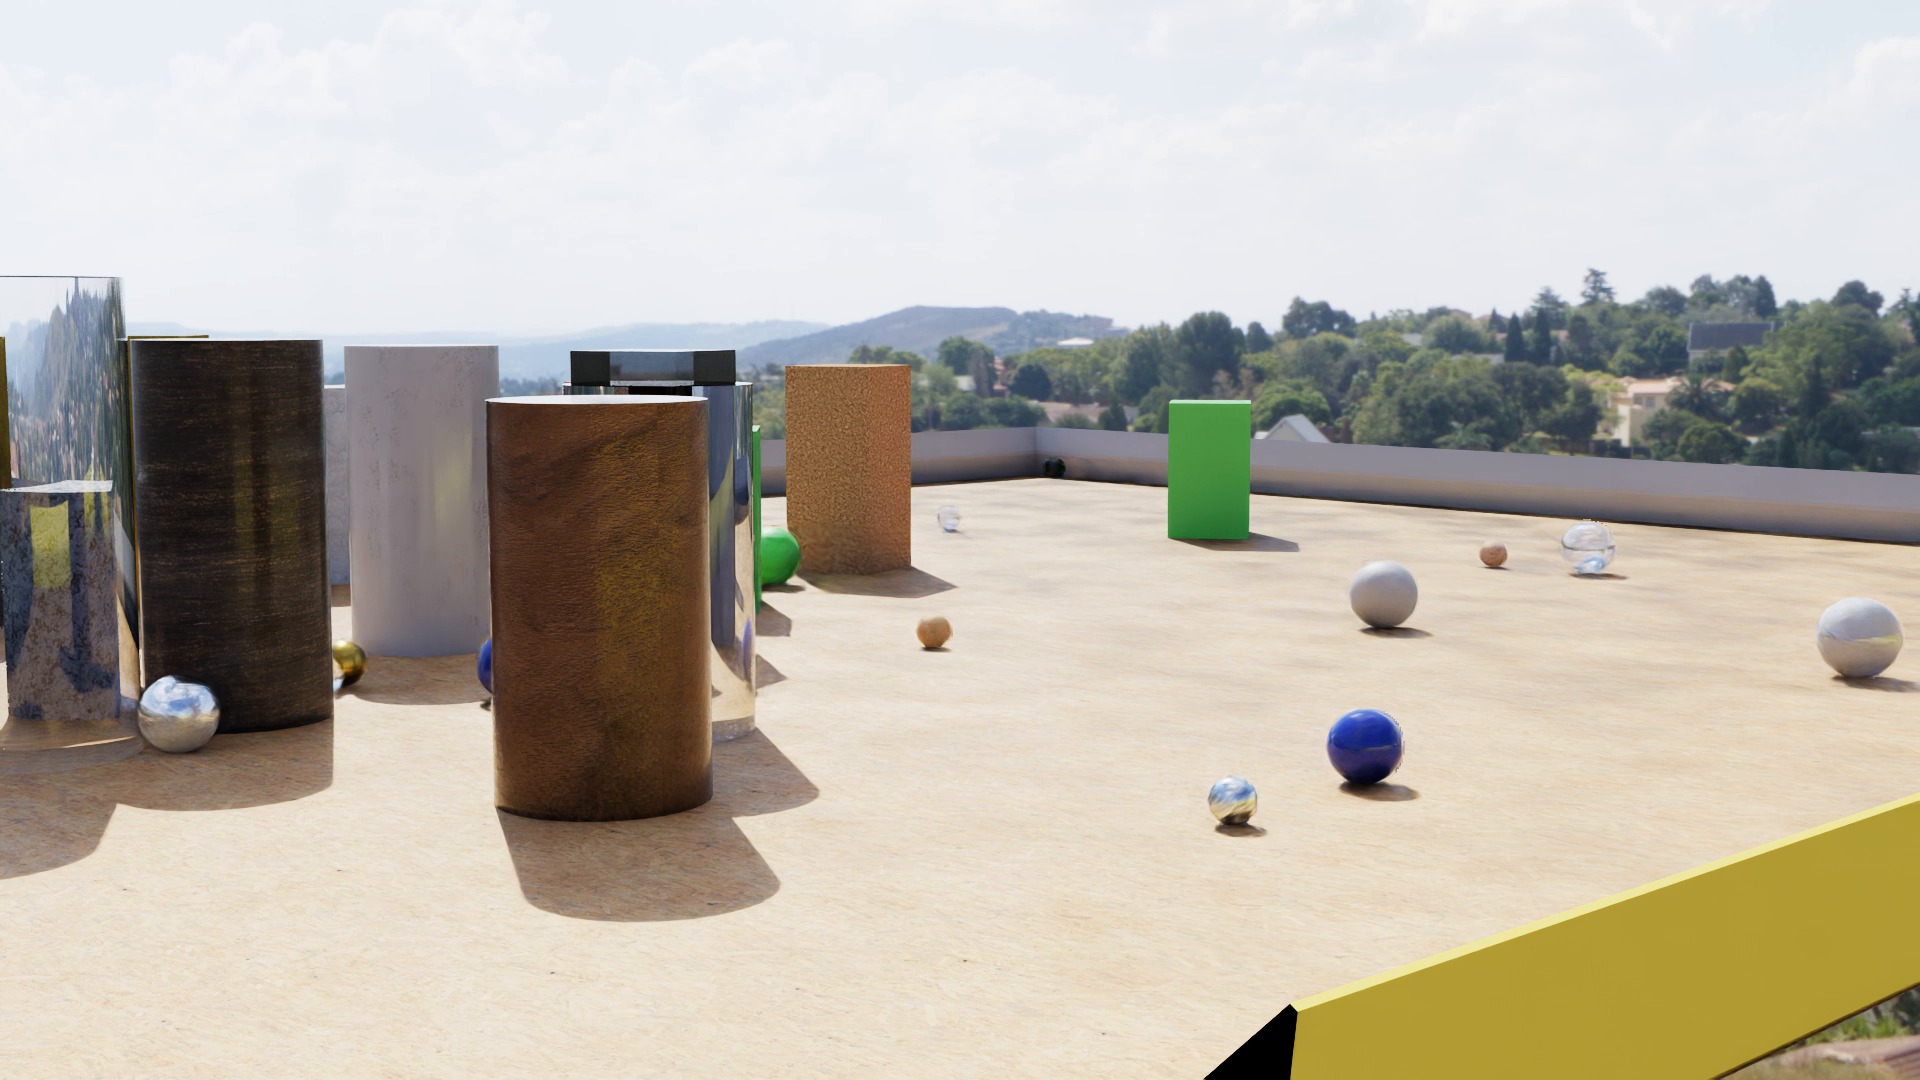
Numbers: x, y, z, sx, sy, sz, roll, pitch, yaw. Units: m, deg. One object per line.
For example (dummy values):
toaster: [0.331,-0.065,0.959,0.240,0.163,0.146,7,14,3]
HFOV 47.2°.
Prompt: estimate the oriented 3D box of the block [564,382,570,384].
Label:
block: [-0.705,-0.180,4.566,0.159,0.300,0.159,4,7,33]

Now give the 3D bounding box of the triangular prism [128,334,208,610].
triangular prism: [-1.181,-0.104,3.318,0.172,0.408,0.149,2,6,22]

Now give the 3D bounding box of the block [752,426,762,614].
block: [-0.381,-0.033,3.307,0.159,0.269,0.159,0,6,-3]

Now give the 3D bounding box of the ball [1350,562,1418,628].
ball: [0.595,0.077,3.090,0.095,0.095,0.095,0,6,0]

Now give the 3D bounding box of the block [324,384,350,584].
block: [-1.035,-0.095,3.651,0.159,0.320,0.159,-2,6,-22]

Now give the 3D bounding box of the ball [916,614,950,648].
ball: [-0.035,0.120,2.912,0.046,0.046,0.046,0,6,0]

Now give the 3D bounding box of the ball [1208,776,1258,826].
ball: [0.237,0.226,1.906,0.043,0.043,0.043,0,6,0]

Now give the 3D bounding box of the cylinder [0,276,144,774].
cylinder: [-0.929,-0.022,2.192,0.199,0.477,0.199,0,6,0]

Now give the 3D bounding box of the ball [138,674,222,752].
ball: [-0.789,0.175,2.225,0.079,0.079,0.079,0,6,0]

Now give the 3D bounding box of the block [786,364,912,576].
block: [-0.192,-0.126,3.799,0.159,0.351,0.159,3,7,25]

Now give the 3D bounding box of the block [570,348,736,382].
block: [-0.407,-0.057,2.944,0.159,0.392,0.159,3,6,23]

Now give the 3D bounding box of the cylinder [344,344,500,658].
cylinder: [-0.708,-0.058,2.913,0.199,0.400,0.199,0,6,0]

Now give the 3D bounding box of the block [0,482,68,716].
block: [-1.123,0.065,2.459,0.159,0.249,0.159,2,6,20]

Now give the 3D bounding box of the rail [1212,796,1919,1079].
rail: [1.220,0.171,2.017,3.927,0.129,0.045,-5,8,-42]

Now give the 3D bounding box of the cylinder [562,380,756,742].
cylinder: [-0.318,0.019,2.331,0.199,0.368,0.199,0,6,0]

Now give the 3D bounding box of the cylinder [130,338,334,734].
cylinder: [-0.791,-0.011,2.397,0.199,0.414,0.199,0,6,0]

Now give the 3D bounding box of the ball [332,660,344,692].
ball: [-0.739,0.158,2.556,0.044,0.044,0.044,0,6,0]

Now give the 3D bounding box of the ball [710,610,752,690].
ball: [-0.292,0.130,2.595,0.093,0.093,0.093,0,6,0]

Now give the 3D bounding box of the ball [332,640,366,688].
ball: [-0.732,0.147,2.608,0.056,0.056,0.056,0,6,0]

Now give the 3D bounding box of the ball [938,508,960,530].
ball: [-0.022,-0.043,4.467,0.048,0.048,0.048,0,6,0]

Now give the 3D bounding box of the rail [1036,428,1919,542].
rail: [1.426,-0.103,4.640,0.045,0.129,3.645,-5,8,-42]

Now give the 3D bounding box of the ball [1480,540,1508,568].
ball: [0.929,0.024,3.829,0.047,0.047,0.047,0,6,0]

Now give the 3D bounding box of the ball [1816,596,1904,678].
ball: [1.091,0.119,2.670,0.099,0.099,0.099,0,6,0]

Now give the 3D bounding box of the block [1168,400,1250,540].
block: [0.496,-0.142,4.374,0.159,0.265,0.159,1,6,7]

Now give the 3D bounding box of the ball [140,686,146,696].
ball: [-0.881,0.178,2.329,0.052,0.052,0.052,0,6,0]

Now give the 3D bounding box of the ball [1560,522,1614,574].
ball: [1.064,0.014,3.727,0.088,0.088,0.088,0,6,0]

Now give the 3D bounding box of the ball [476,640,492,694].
ball: [-0.514,0.144,2.523,0.079,0.079,0.079,0,6,0]

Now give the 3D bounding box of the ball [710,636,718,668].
ball: [-0.325,0.138,2.665,0.062,0.062,0.062,0,6,0]

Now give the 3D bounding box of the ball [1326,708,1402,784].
ball: [0.381,0.195,2.073,0.071,0.071,0.071,0,6,0]

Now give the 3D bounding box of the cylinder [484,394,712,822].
cylinder: [-0.327,0.055,2.001,0.199,0.365,0.199,0,6,0]

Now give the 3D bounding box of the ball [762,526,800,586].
ball: [-0.307,0.026,3.575,0.096,0.096,0.096,0,6,0]

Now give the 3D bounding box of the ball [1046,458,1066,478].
ball: [0.253,-0.191,5.858,0.053,0.053,0.053,0,6,0]

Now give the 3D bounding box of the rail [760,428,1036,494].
rail: [-1.220,-0.103,4.647,3.927,0.129,0.045,-5,8,-42]
